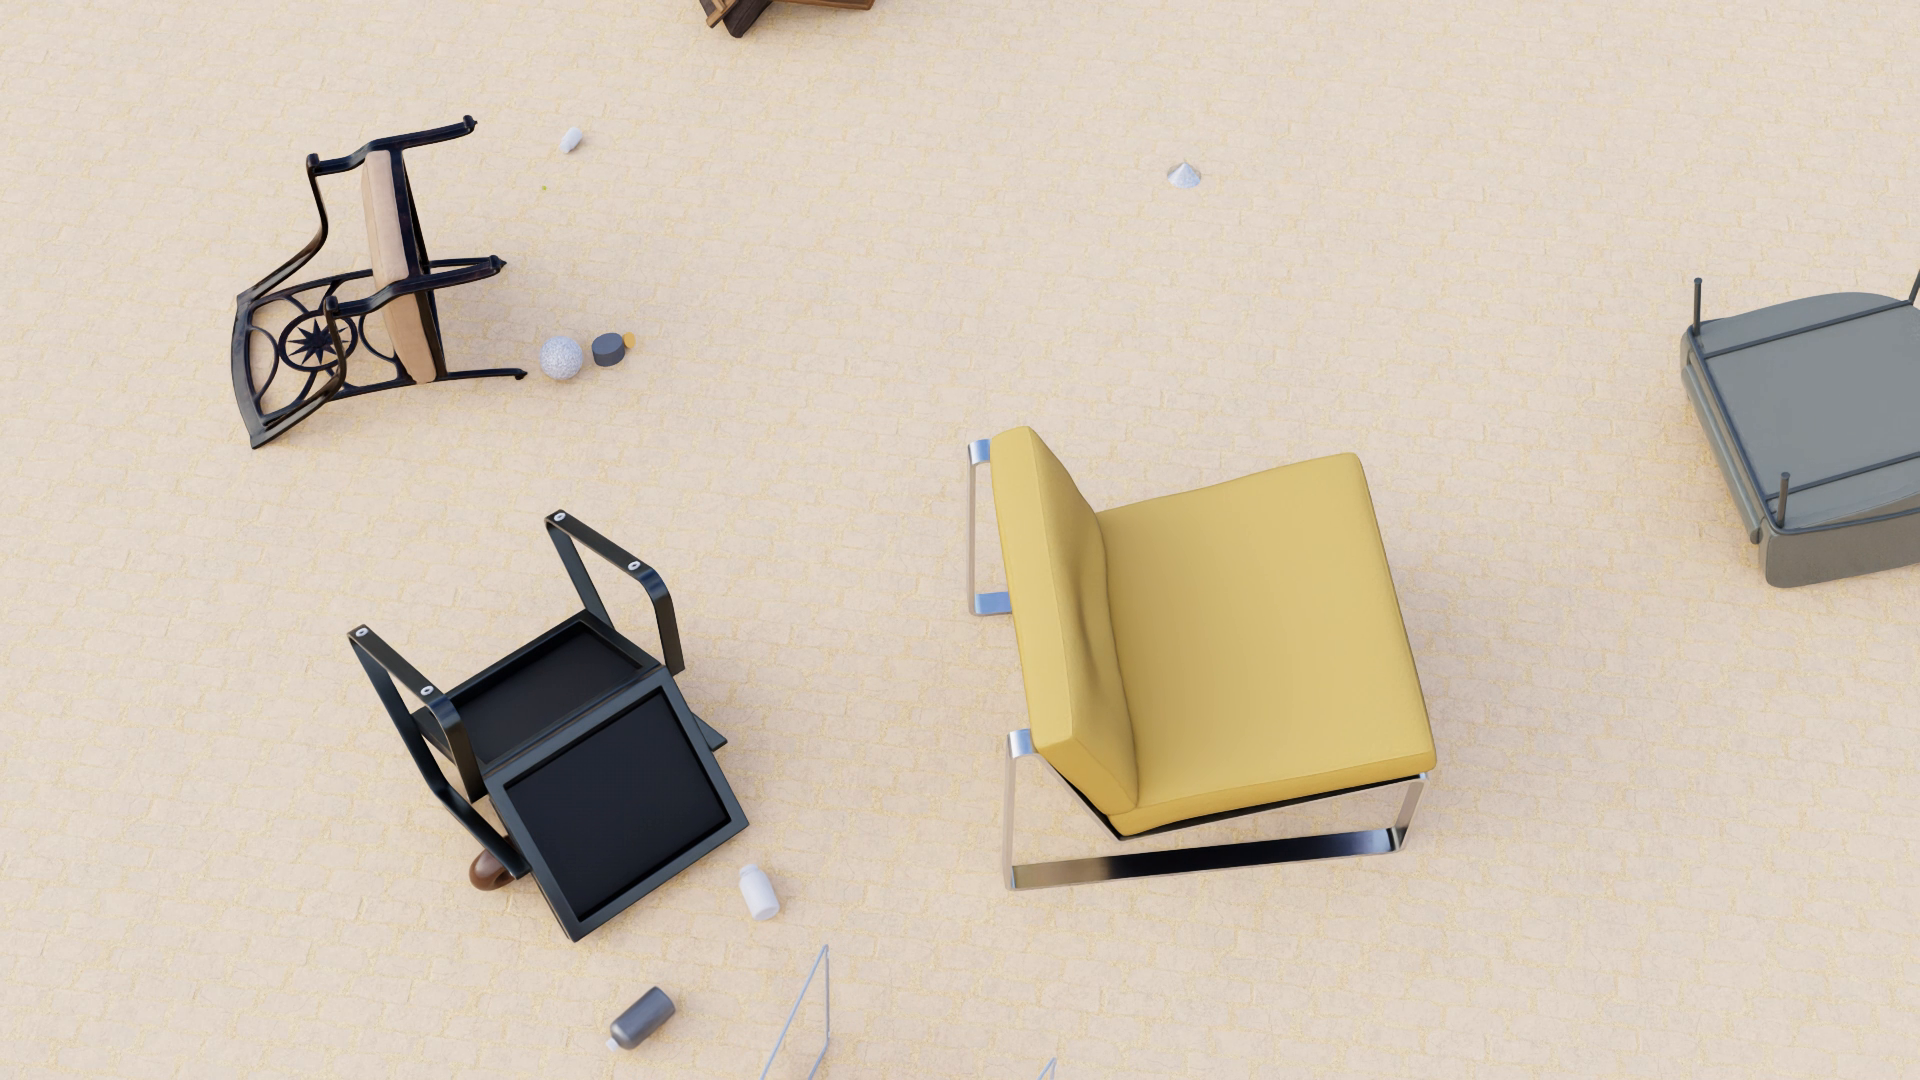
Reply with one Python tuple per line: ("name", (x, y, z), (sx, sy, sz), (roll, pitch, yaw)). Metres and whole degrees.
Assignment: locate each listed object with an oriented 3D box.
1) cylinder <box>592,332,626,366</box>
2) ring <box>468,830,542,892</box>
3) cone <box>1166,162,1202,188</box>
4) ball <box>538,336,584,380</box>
("cylinder", (-1.110, -0.600, 6.938), (0.103, 0.063, 0.080), (-29, 61, -18))
("ring", (-1.221, 0.860, 5.903), (0.213, 0.157, 0.082), (-35, 69, -14))
("cone", (0.754, -1.244, 7.369), (0.116, 0.066, 0.120), (-23, 59, -15))
("ball", (-1.248, -0.570, 6.874), (0.137, 0.137, 0.137), (0, 56, 0))
